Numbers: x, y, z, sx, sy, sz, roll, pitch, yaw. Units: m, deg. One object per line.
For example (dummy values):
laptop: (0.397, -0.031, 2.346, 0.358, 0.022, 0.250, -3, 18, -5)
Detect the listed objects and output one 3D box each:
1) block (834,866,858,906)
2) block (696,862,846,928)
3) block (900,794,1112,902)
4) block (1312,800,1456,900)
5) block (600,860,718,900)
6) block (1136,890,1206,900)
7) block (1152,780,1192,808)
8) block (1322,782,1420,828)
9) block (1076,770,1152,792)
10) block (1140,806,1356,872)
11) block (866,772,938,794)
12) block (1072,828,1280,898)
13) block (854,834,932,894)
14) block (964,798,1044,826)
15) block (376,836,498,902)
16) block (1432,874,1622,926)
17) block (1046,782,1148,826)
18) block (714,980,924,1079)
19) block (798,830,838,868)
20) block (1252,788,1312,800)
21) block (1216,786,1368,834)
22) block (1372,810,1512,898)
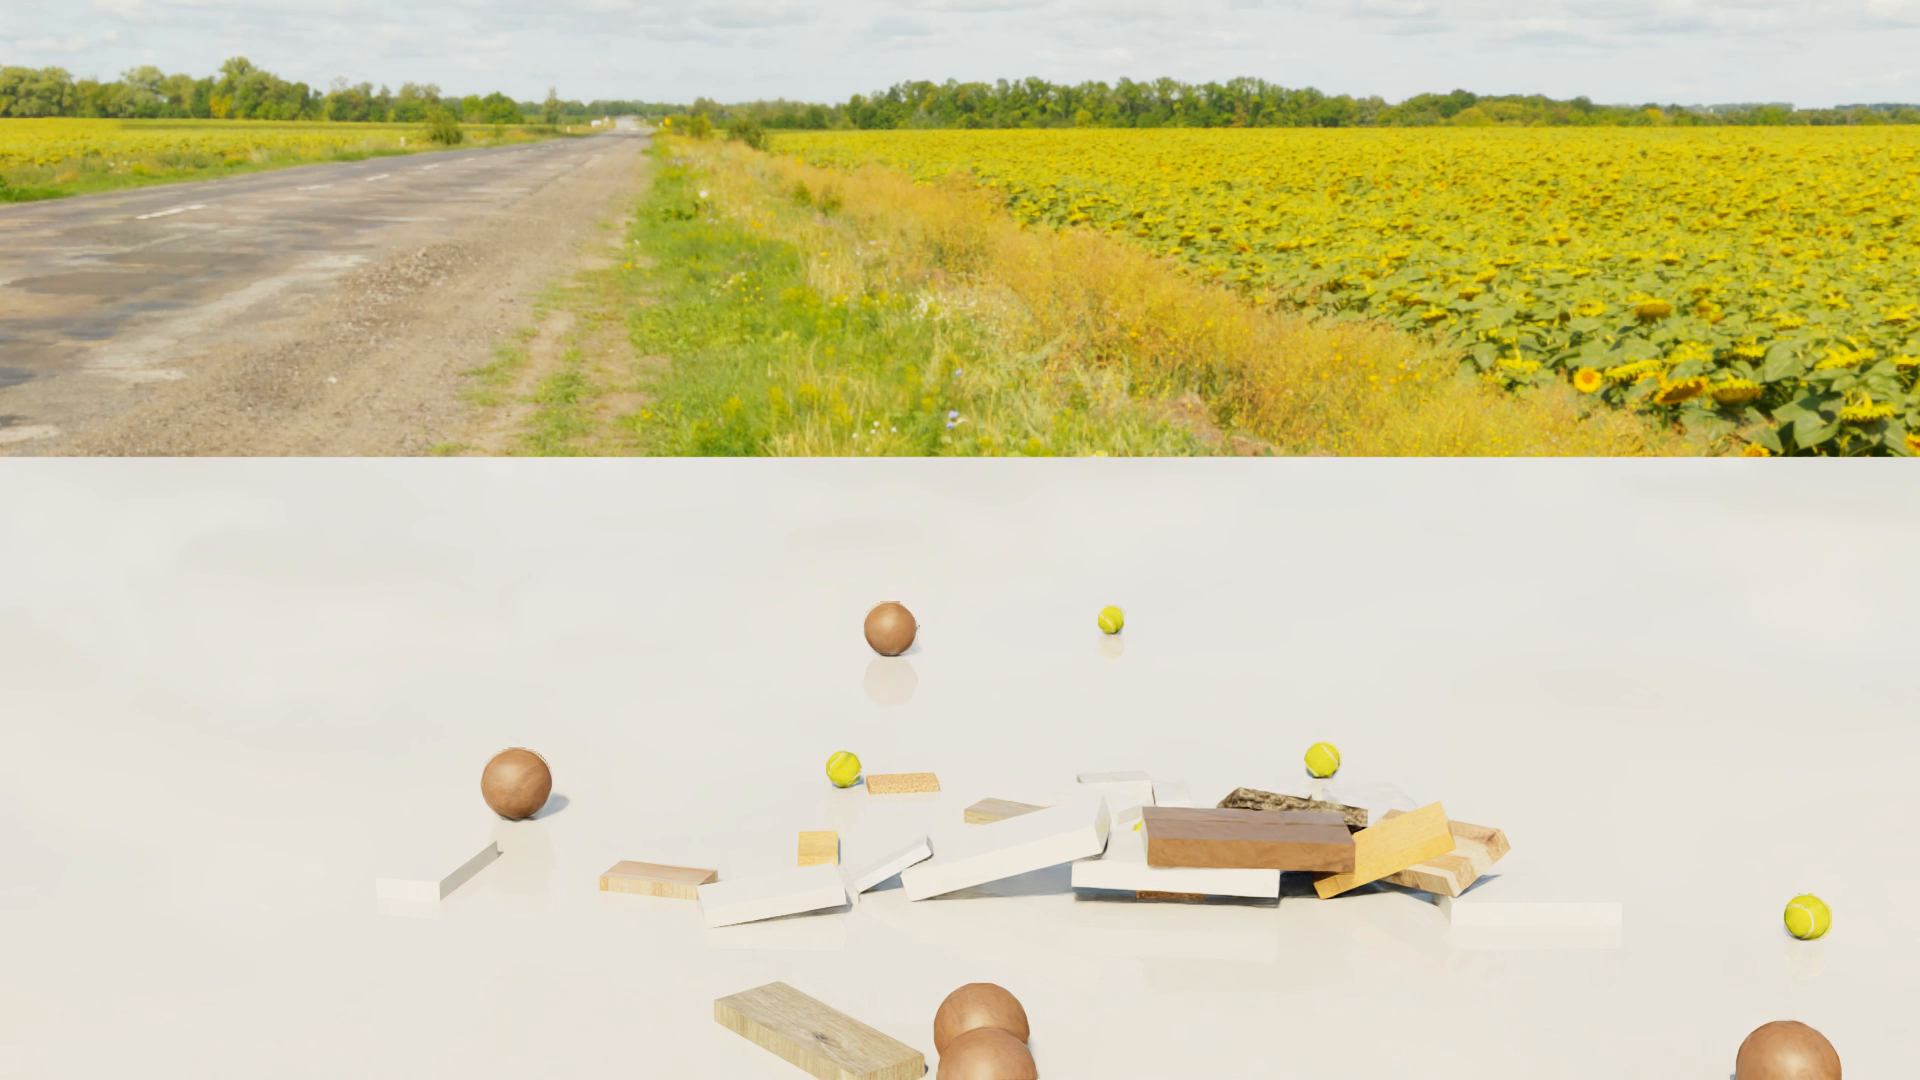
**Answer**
block: (-0.216, 0.579, 3.675, 0.069, 0.020, 0.139, -2, 11, -12)
block: (-0.308, 0.578, 3.581, 0.228, 0.032, 0.114, -8, 12, -11)
block: (0.080, 0.513, 3.672, 0.335, 0.047, 0.167, -16, 8, 12)
block: (0.702, 0.516, 3.663, 0.237, 0.034, 0.118, -23, 15, 13)
block: (-0.506, 0.572, 3.699, 0.176, 0.025, 0.088, 3, 11, 16)
block: (0.351, 0.581, 3.670, 0.114, 0.016, 0.057, 0, 11, 2)
block: (0.401, 0.486, 4.179, 0.067, 0.019, 0.134, 0, 11, 2)
block: (0.778, 0.515, 3.966, 0.137, 0.039, 0.391, -1, 11, -8)
block: (0.299, 0.469, 4.267, 0.134, 0.019, 0.067, -2, 11, -9)
block: (0.472, 0.493, 3.634, 0.335, 0.047, 0.167, 2, 11, 1)
block: (-0.112, 0.471, 4.257, 0.134, 0.019, 0.067, -2, 11, -8)
block: (0.357, 0.534, 3.655, 0.335, 0.047, 0.167, 2, 11, 5)
block: (-0.112, 0.542, 3.686, 0.139, 0.020, 0.069, -28, 6, 4)
block: (0.105, 0.509, 4.038, 0.176, 0.025, 0.088, 6, 12, 30)
block: (-0.890, 0.558, 3.751, 0.114, 0.032, 0.228, 2, 11, 12)
block: (0.922, 0.586, 3.584, 0.274, 0.039, 0.137, 0, 11, -1)
block: (0.256, 0.494, 4.119, 0.176, 0.025, 0.088, 10, 15, 43)
block: (-0.199, 0.689, 3.048, 0.114, 0.032, 0.339, -9, 14, -39)
block: (-0.250, 0.543, 3.869, 0.069, 0.020, 0.139, -1, 11, -3)
block: (0.559, 0.507, 4.022, 0.118, 0.034, 0.237, 4, 11, 20)
block: (0.577, 0.481, 3.830, 0.237, 0.034, 0.118, 11, -24, -9)
block: (0.772, 0.520, 3.672, 0.137, 0.039, 0.274, -34, 17, -24)
